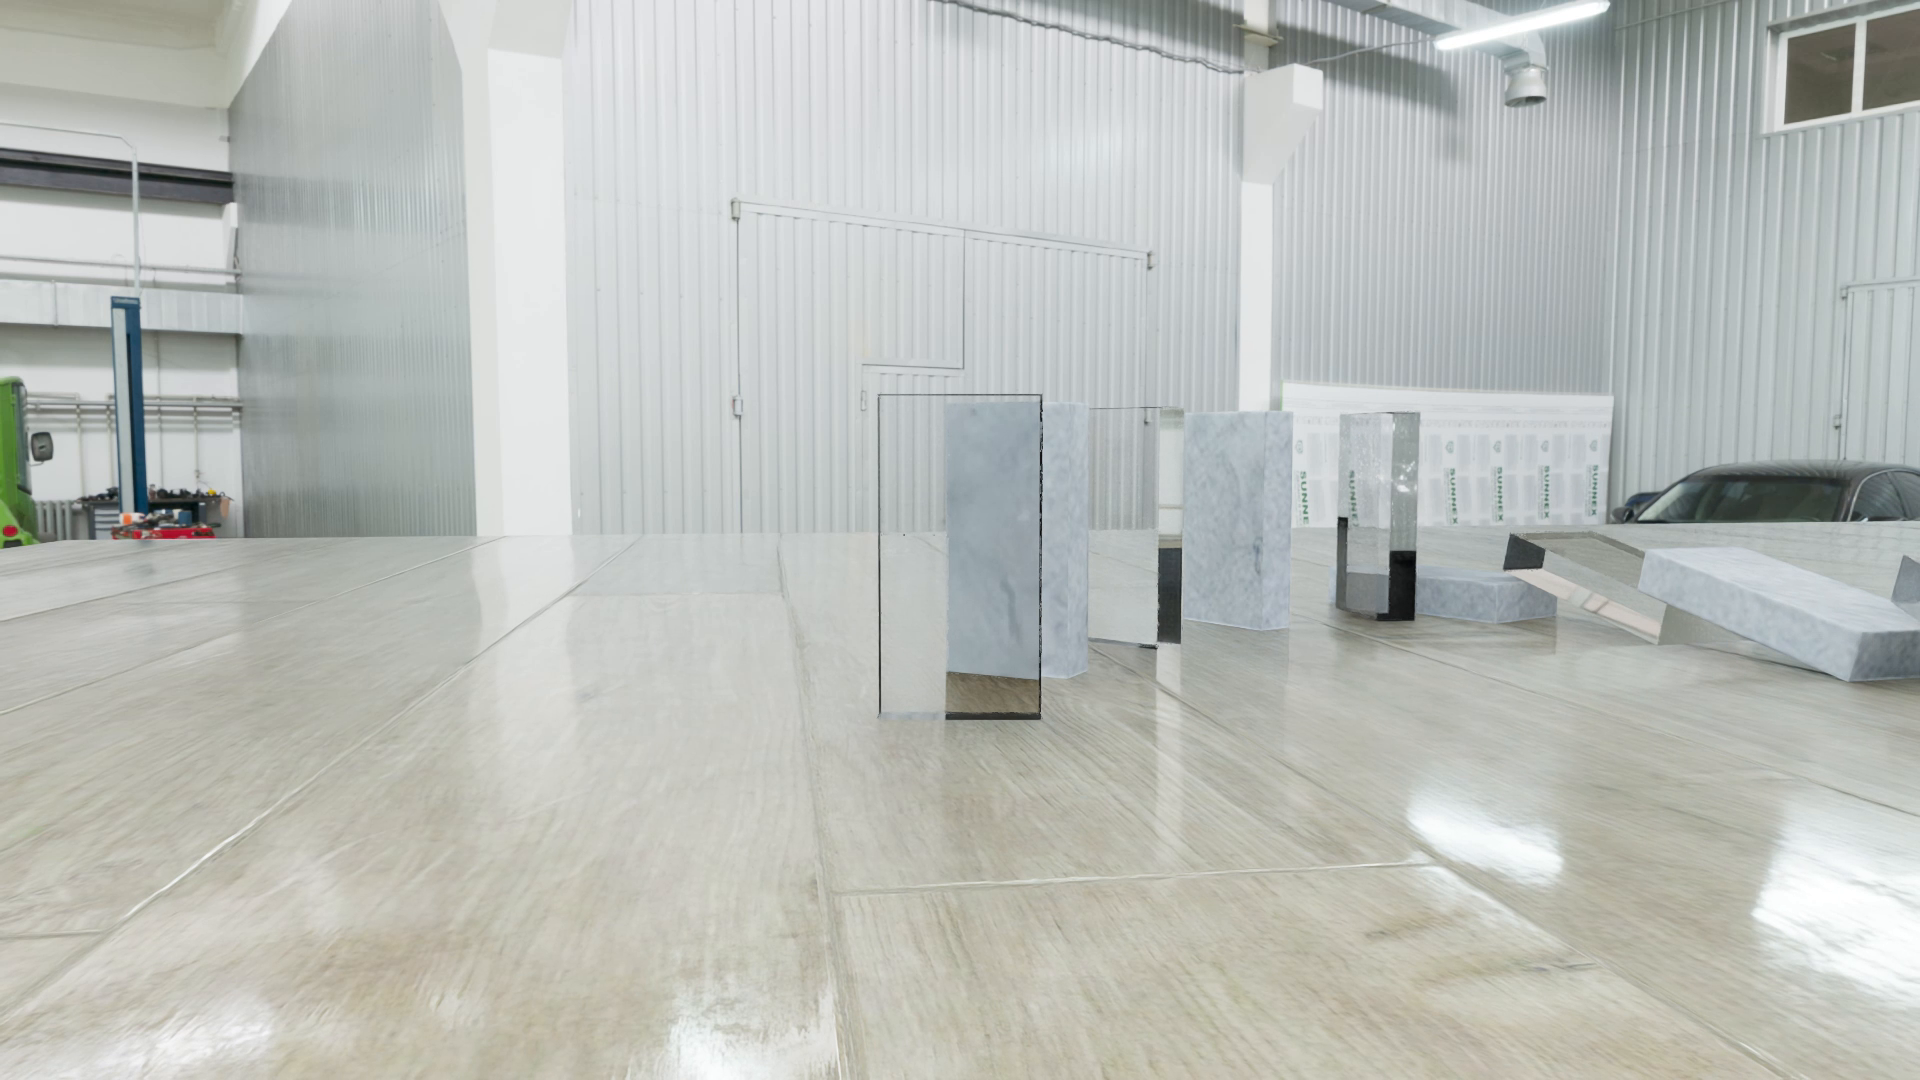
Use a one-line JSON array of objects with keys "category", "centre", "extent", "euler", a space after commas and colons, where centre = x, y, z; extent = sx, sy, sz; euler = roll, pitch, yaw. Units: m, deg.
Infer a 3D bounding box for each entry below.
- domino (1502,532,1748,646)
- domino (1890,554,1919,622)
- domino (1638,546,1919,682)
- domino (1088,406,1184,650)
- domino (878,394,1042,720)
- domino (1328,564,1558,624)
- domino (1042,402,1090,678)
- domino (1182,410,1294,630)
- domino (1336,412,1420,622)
[{"category": "domino", "centre": [0.153, 0.010, 0.296], "extent": [0.025, 0.009, 0.050], "euler": [-1, 18, -16]}, {"category": "domino", "centre": [0.184, 0.015, 0.219], "extent": [0.025, 0.009, 0.050], "euler": [8, 17, 13]}, {"category": "domino", "centre": [0.164, 0.013, 0.254], "extent": [0.025, 0.009, 0.050], "euler": [-1, 17, -16]}, {"category": "domino", "centre": [0.034, -0.003, 0.275], "extent": [0.025, 0.050, 0.009], "euler": [4, 6, 40]}, {"category": "domino", "centre": [0.000, 0.002, 0.201], "extent": [0.025, 0.050, 0.010], "euler": [0, 4, 0]}, {"category": "domino", "centre": [0.124, 0.013, 0.331], "extent": [0.025, 0.010, 0.050], "euler": [-3, 5, -34]}, {"category": "domino", "centre": [0.011, -0.001, 0.241], "extent": [0.025, 0.050, 0.009], "euler": [2, 5, 28]}, {"category": "domino", "centre": [0.065, -0.005, 0.303], "extent": [0.010, 0.050, 0.025], "euler": [-3, 5, -35]}, {"category": "domino", "centre": [0.103, -0.006, 0.319], "extent": [0.010, 0.050, 0.025], "euler": [0, 4, -6]}]
